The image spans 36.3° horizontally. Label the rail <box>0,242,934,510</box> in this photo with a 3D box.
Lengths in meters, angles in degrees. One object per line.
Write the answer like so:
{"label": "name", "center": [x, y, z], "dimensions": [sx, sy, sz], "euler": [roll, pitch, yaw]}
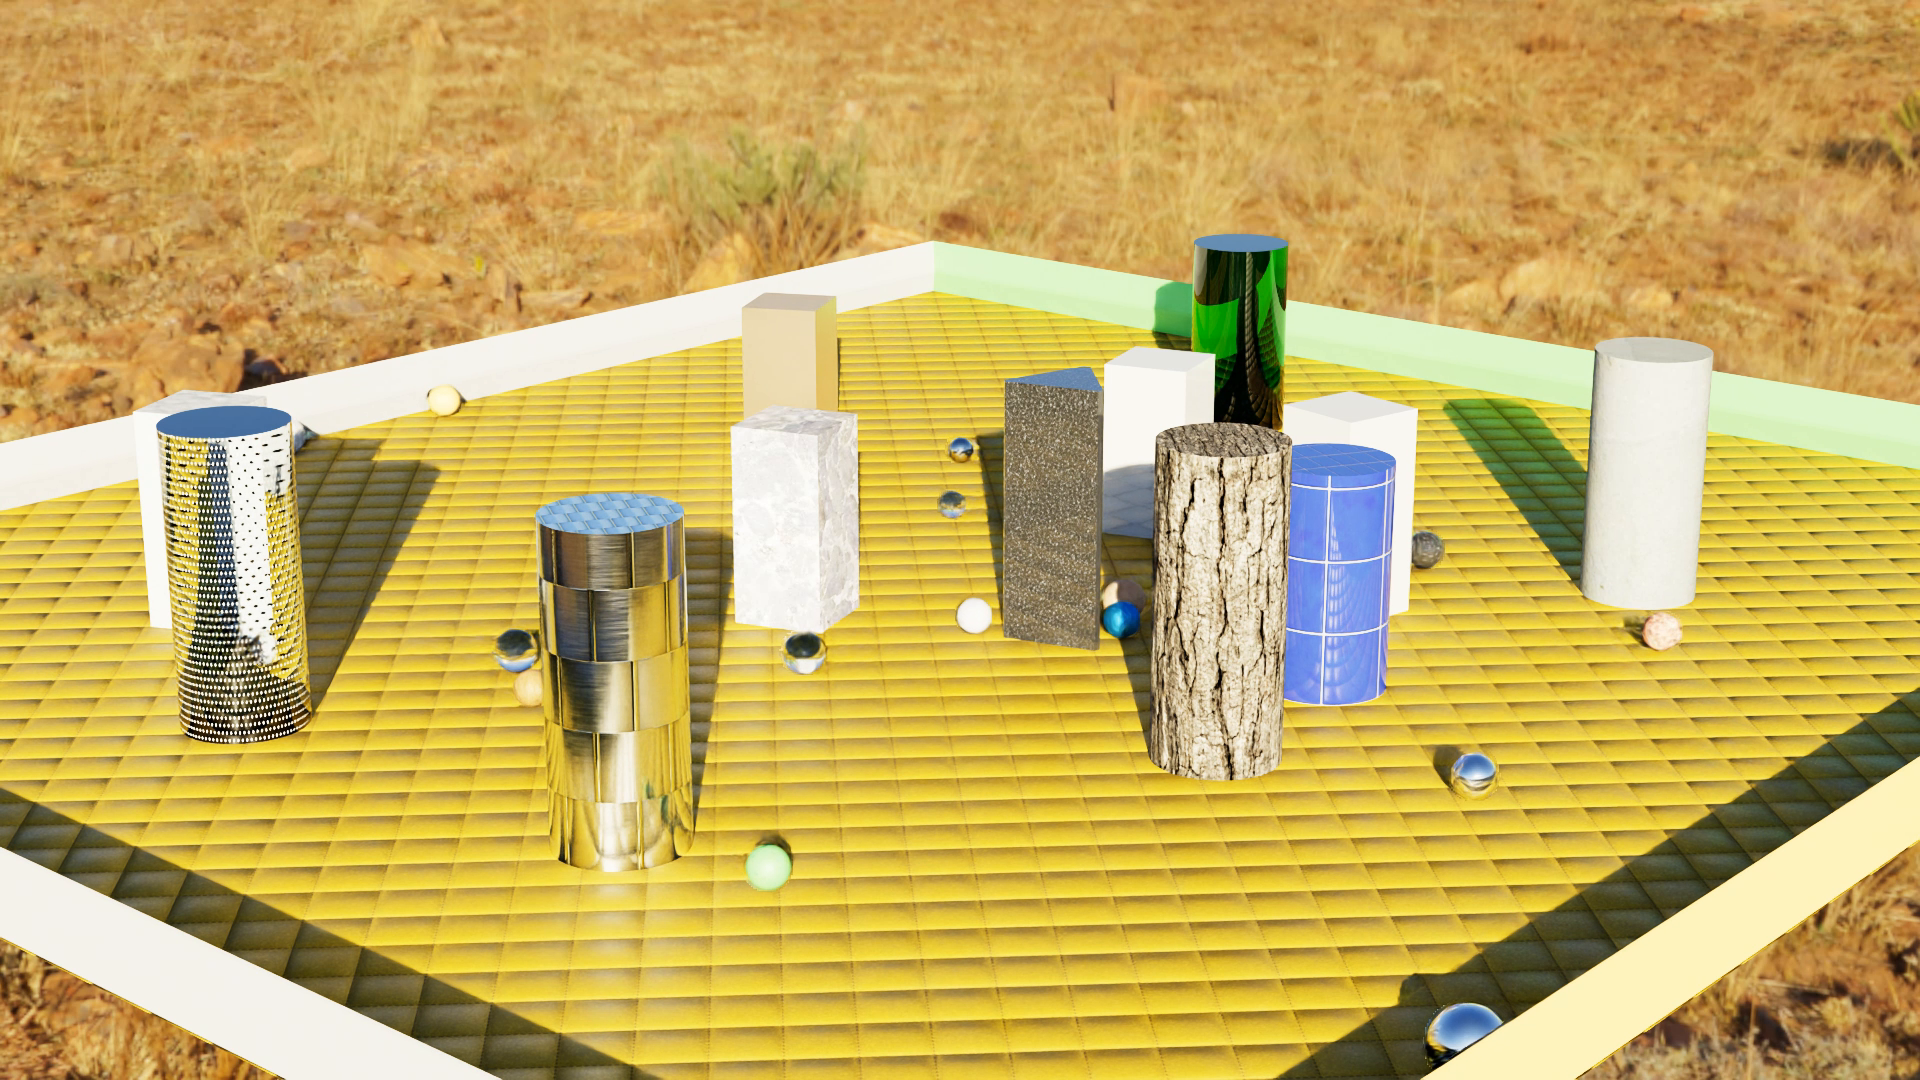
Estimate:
{"label": "rail", "center": [-1.295, -0.292, 6.196], "dimensions": [0.045, 0.129, 3.791], "euler": [14, 22, 39]}

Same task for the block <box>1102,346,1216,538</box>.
{"label": "block", "center": [0.372, -0.181, 5.492], "dimensions": [0.159, 0.324, 0.159], "euler": [7, 18, 23]}

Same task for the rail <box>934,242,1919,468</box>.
{"label": "rail", "center": [1.227, -0.375, 6.473], "dimensions": [3.477, 0.129, 0.045], "euler": [14, 22, 39]}

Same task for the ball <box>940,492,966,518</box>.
{"label": "ball", "center": [-0.014, -0.067, 5.587], "dimensions": [0.052, 0.052, 0.052], "euler": [0, 17, 0]}

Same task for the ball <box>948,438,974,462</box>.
{"label": "ball", "center": [0.001, -0.184, 5.973], "dimensions": [0.052, 0.052, 0.052], "euler": [0, 17, 0]}

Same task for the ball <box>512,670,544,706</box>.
{"label": "ball", "center": [-0.669, 0.231, 4.584], "dimensions": [0.059, 0.059, 0.059], "euler": [0, 17, 0]}

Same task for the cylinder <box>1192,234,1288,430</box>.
{"label": "cylinder", "center": [0.591, -0.435, 6.215], "dimensions": [0.199, 0.395, 0.199], "euler": [0, 17, 0]}

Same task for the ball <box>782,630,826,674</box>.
{"label": "ball", "center": [-0.252, 0.182, 4.731], "dimensions": [0.070, 0.070, 0.070], "euler": [0, 17, 0]}

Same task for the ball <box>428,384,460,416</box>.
{"label": "ball", "center": [-1.116, -0.302, 6.338], "dimensions": [0.068, 0.068, 0.068], "euler": [0, 17, 0]}

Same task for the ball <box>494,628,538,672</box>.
{"label": "ball", "center": [-0.718, 0.179, 4.739], "dimensions": [0.070, 0.070, 0.070], "euler": [0, 17, 0]}

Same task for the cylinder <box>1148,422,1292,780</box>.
{"label": "cylinder", "center": [0.382, 0.089, 4.311], "dimensions": [0.199, 0.489, 0.199], "euler": [0, 17, 0]}

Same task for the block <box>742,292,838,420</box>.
{"label": "block", "center": [-0.356, -0.363, 6.169], "dimensions": [0.159, 0.283, 0.159], "euler": [4, 17, 13]}

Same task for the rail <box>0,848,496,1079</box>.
{"label": "rail", "center": [-1.227, 0.440, 3.766], "dimensions": [3.477, 0.129, 0.045], "euler": [14, 22, 39]}

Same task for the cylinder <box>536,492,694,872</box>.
{"label": "cylinder", "center": [-0.469, 0.192, 3.991], "dimensions": [0.199, 0.476, 0.199], "euler": [0, 17, 0]}

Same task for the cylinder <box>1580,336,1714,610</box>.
{"label": "cylinder", "center": [1.189, -0.117, 5.087], "dimensions": [0.199, 0.436, 0.199], "euler": [0, 17, 0]}

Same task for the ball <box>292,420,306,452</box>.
{"label": "ball", "center": [-1.383, -0.213, 6.035], "dimensions": [0.073, 0.073, 0.073], "euler": [0, 17, 0]}

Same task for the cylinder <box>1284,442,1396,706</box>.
{"label": "cylinder", "center": [0.582, 0.053, 4.633], "dimensions": [0.199, 0.373, 0.199], "euler": [0, 17, 0]}

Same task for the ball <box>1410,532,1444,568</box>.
{"label": "ball", "center": [0.836, 0.018, 5.278], "dimensions": [0.068, 0.068, 0.068], "euler": [0, 17, 0]}

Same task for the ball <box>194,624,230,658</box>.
{"label": "ball", "center": [-1.225, 0.166, 4.803], "dimensions": [0.058, 0.058, 0.058], "euler": [0, 17, 0]}

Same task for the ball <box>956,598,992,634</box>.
{"label": "ball", "center": [0.024, 0.127, 4.928], "dimensions": [0.061, 0.061, 0.061], "euler": [0, 17, 0]}

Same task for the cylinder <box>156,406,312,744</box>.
{"label": "cylinder", "center": [-1.101, 0.052, 4.456], "dimensions": [0.199, 0.477, 0.199], "euler": [0, 17, 0]}

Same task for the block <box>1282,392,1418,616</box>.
{"label": "block", "center": [0.661, -0.054, 5.012], "dimensions": [0.159, 0.358, 0.159], "euler": [-13, 21, -36]}

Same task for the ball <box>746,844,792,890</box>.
{"label": "ball", "center": [-0.255, 0.435, 3.904], "dimensions": [0.061, 0.061, 0.061], "euler": [0, 17, 0]}

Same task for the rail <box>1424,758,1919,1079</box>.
{"label": "rail", "center": [1.295, 0.357, 4.043], "dimensions": [0.045, 0.129, 3.791], "euler": [14, 22, 39]}

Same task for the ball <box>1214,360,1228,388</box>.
{"label": "ball", "center": [0.568, -0.373, 6.585], "dimensions": [0.063, 0.063, 0.063], "euler": [0, 17, 0]}

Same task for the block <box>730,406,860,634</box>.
{"label": "block", "center": [-0.278, -0.037, 4.980], "dimensions": [0.159, 0.344, 0.159], "euler": [7, 18, 22]}

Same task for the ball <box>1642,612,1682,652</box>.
{"label": "ball", "center": [1.159, 0.152, 4.841], "dimensions": [0.064, 0.064, 0.064], "euler": [0, 17, 0]}

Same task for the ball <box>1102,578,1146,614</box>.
{"label": "ball", "center": [0.279, 0.102, 4.987], "dimensions": [0.074, 0.074, 0.074], "euler": [0, 17, 0]}

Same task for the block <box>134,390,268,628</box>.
{"label": "block", "center": [-1.272, -0.049, 4.965], "dimensions": [0.159, 0.375, 0.159], "euler": [5, 17, 16]}

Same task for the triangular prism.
{"label": "triangular prism", "center": [0.181, -0.058, 4.883], "dimensions": [0.172, 0.441, 0.149], "euler": [8, 18, 24]}

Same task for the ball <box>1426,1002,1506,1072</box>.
{"label": "ball", "center": [0.583, 0.579, 3.364], "dimensions": [0.097, 0.097, 0.097], "euler": [0, 17, 0]}

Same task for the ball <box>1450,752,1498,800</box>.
{"label": "ball", "center": [0.739, 0.339, 4.210], "dimensions": [0.068, 0.068, 0.068], "euler": [0, 17, 0]}

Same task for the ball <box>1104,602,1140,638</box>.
{"label": "ball", "center": [0.271, 0.133, 4.905], "dimensions": [0.062, 0.062, 0.062], "euler": [0, 17, 0]}
